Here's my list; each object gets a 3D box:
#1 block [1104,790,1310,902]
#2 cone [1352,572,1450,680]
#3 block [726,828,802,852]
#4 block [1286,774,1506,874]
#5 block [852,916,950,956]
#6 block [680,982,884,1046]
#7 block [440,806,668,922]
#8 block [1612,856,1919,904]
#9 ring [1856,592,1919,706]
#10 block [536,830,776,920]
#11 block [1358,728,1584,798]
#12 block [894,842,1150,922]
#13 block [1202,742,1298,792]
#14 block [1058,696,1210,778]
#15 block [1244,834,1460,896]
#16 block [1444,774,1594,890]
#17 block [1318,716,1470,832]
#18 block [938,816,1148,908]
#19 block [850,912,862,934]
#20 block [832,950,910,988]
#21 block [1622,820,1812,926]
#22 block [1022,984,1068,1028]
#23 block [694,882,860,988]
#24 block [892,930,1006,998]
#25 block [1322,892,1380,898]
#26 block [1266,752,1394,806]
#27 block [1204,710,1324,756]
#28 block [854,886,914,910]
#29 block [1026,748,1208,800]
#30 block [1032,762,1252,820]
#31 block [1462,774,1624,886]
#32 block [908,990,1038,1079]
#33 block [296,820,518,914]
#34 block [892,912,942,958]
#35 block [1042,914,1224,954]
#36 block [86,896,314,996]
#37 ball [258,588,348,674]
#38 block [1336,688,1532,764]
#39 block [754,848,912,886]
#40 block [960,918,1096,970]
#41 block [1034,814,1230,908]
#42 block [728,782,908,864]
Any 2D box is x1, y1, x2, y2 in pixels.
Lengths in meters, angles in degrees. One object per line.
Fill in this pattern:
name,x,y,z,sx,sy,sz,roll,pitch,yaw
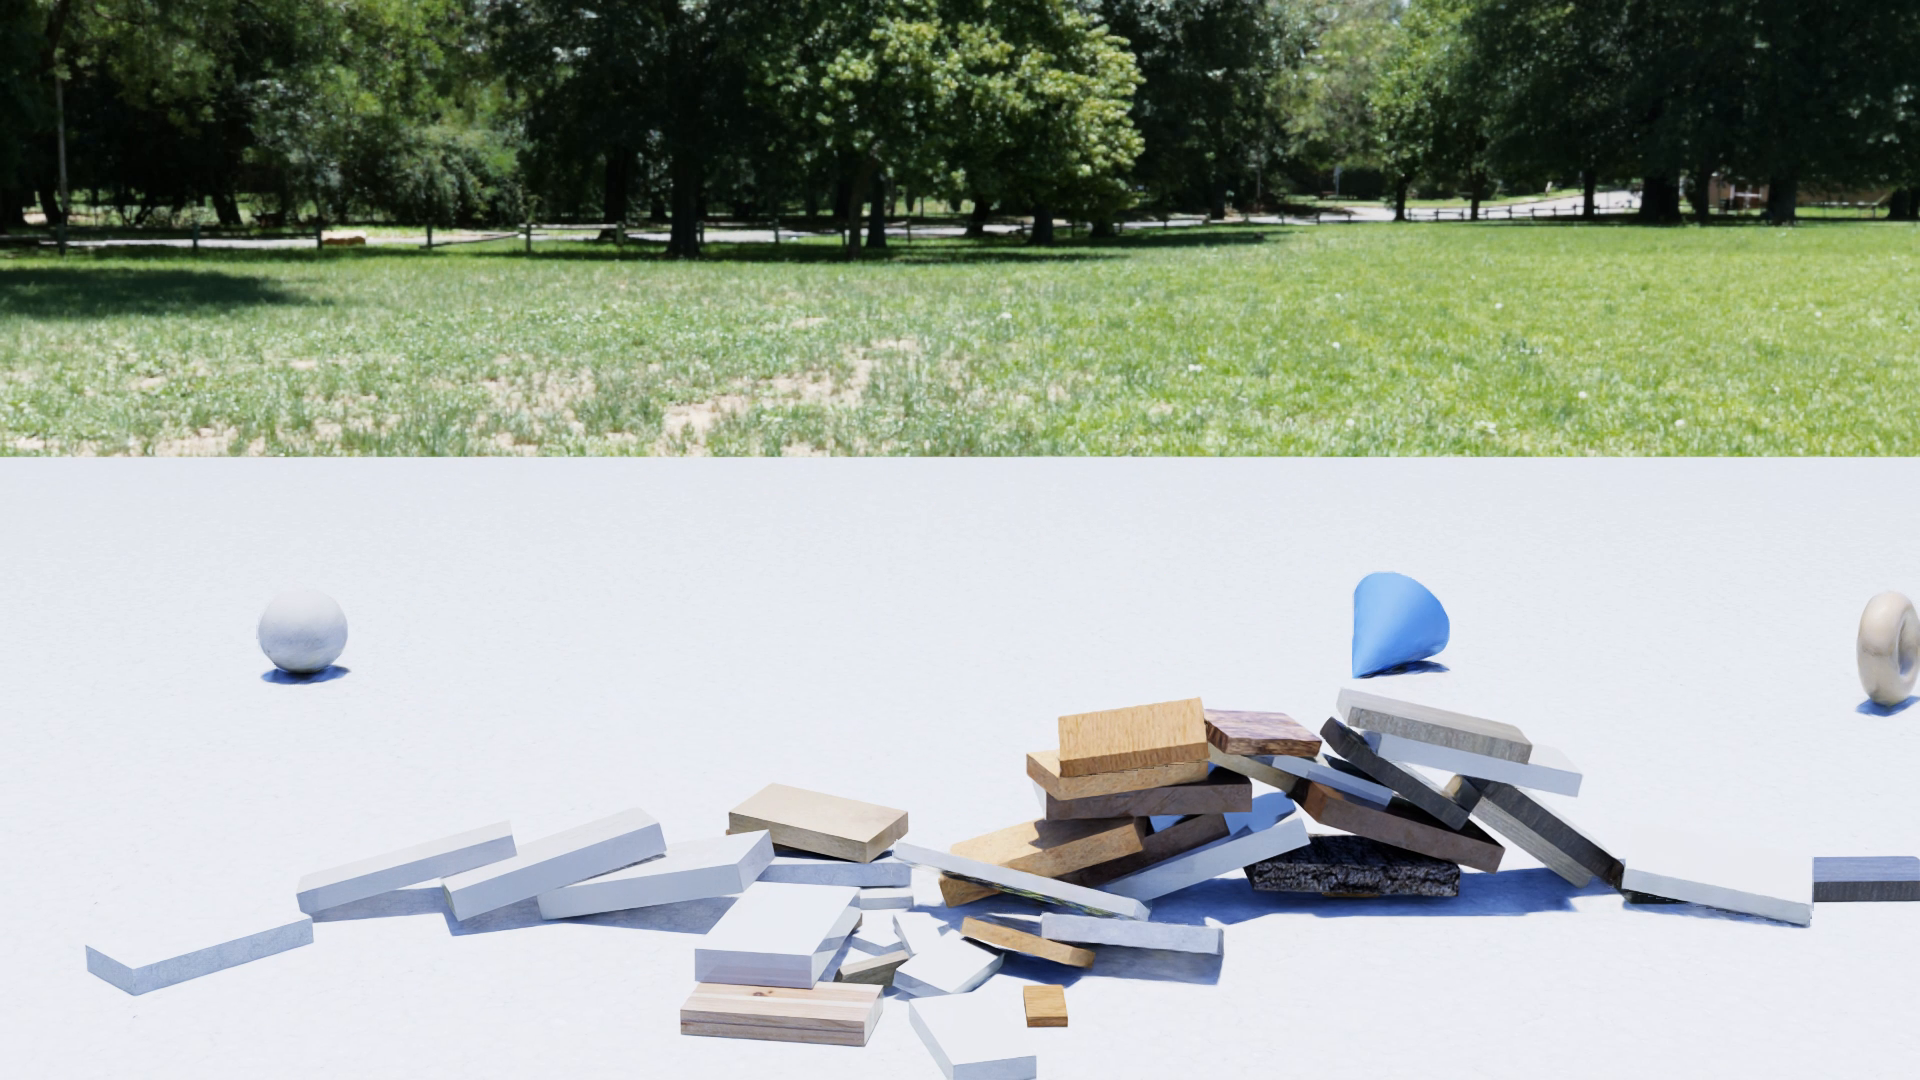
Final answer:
block,0.402,0.511,3.651,0.337,0.048,0.168,-20,10,3
cone,0.982,0.252,5.178,0.254,0.254,0.254,9,40,39
block,-0.264,0.519,3.831,0.274,0.039,0.137,-1,-6,0
block,0.720,0.463,3.660,0.337,0.048,0.168,17,9,-16
block,-0.093,0.620,3.450,0.072,0.020,0.143,10,14,43
block,-0.252,0.670,3.137,0.265,0.037,0.132,2,11,9
block,-0.669,0.527,3.605,0.347,0.049,0.174,-17,8,-18
block,1.366,0.569,3.685,0.530,0.035,0.125,0,11,-2
ring,2.057,0.240,4.869,0.085,0.254,0.254,1,9,40
block,-0.494,0.545,3.584,0.347,0.049,0.174,-10,8,14
block,0.839,0.350,3.622,0.337,0.041,0.144,12,11,-4
block,0.096,0.546,3.495,0.406,0.026,0.092,11,-15,21
block,0.451,0.352,3.627,0.207,0.029,0.103,23,11,-31
block,0.275,0.314,3.507,0.233,0.033,0.117,-8,32,6
block,0.644,0.538,3.665,0.337,0.048,0.168,2,10,-2
block,0.944,0.490,3.713,0.250,0.035,0.125,34,6,-14
block,0.722,0.388,3.658,0.250,0.035,0.125,32,7,-9
block,0.140,0.508,3.638,0.338,0.048,0.169,-18,10,12
block,-0.236,0.607,3.520,0.143,0.020,0.072,5,12,25
block,-0.134,0.641,3.235,0.116,0.058,0.016,-8,43,-35
block,1.243,0.544,3.610,0.288,0.041,0.144,10,29,17
block,0.123,0.673,3.177,0.058,0.016,0.116,0,11,-1
block,-0.272,0.596,3.341,0.174,0.049,0.347,2,8,9
block,-0.015,0.639,3.282,0.092,0.026,0.185,19,17,23
block,0.649,0.582,3.671,0.092,0.013,0.046,1,11,-1
block,0.609,0.381,3.655,0.207,0.029,0.104,19,9,-6
block,0.482,0.315,3.593,0.207,0.029,0.104,5,20,-36
block,-0.150,0.588,3.625,0.143,0.020,0.072,-1,11,-7
block,0.256,0.369,3.585,0.265,0.037,0.132,-5,14,-20
block,0.297,0.403,3.627,0.338,0.048,0.169,-2,14,-5
block,0.975,0.465,3.704,0.288,0.041,0.144,35,7,-12
block,0.015,0.689,3.045,0.117,0.033,0.233,-3,11,-16
block,-0.909,0.537,3.623,0.351,0.037,0.130,-14,7,-12
block,-0.061,0.615,3.403,0.058,0.016,0.116,4,21,-20
block,0.266,0.602,3.362,0.265,0.037,0.132,3,-10,11
block,-1.168,0.621,3.386,0.148,0.042,0.296,10,14,42
ball,-1.536,0.214,5.144,0.201,0.201,0.201,0,11,0
block,0.771,0.303,3.589,0.300,0.033,0.117,12,11,-2
block,-0.220,0.552,3.698,0.275,0.039,0.137,-1,1,-1
block,0.104,0.613,3.345,0.184,0.026,0.092,10,-9,29
block,0.270,0.506,3.668,0.338,0.048,0.169,-21,10,-1
block,-0.241,0.480,3.740,0.275,0.039,0.137,8,20,28
